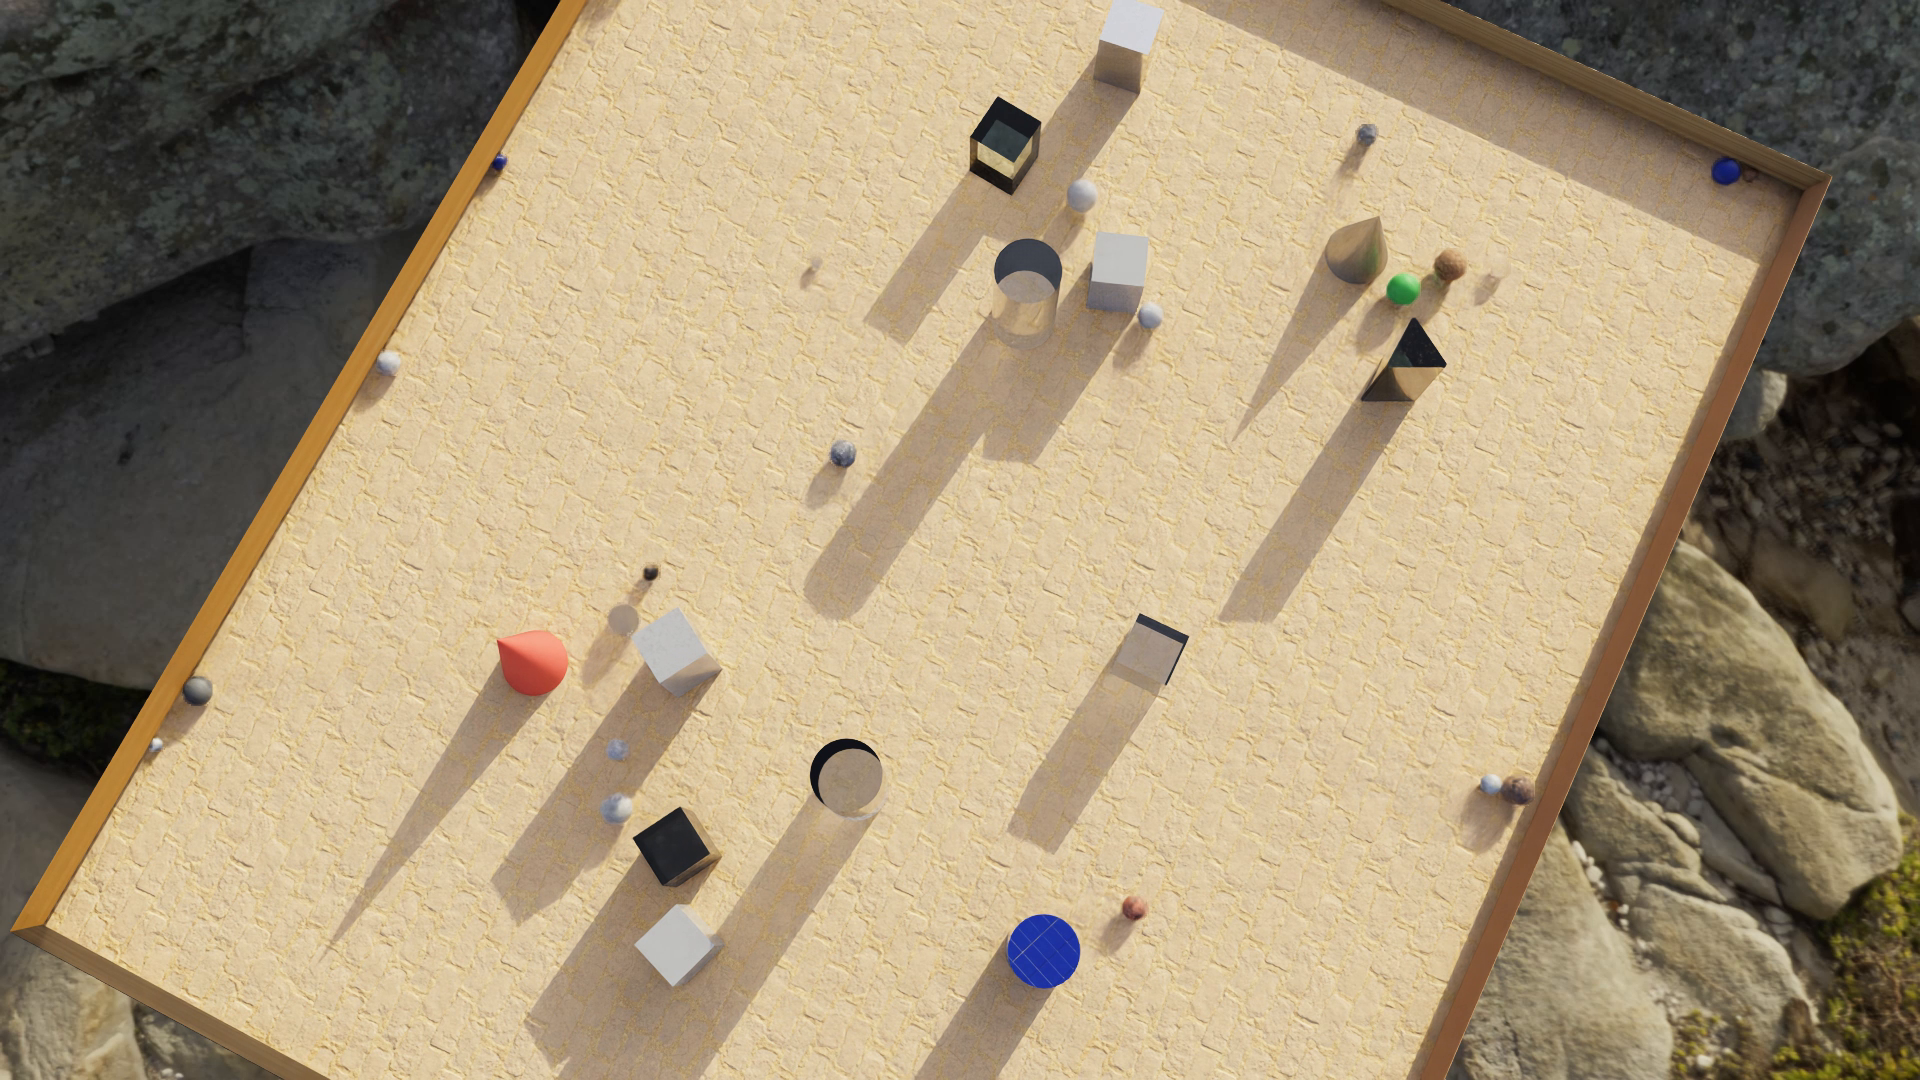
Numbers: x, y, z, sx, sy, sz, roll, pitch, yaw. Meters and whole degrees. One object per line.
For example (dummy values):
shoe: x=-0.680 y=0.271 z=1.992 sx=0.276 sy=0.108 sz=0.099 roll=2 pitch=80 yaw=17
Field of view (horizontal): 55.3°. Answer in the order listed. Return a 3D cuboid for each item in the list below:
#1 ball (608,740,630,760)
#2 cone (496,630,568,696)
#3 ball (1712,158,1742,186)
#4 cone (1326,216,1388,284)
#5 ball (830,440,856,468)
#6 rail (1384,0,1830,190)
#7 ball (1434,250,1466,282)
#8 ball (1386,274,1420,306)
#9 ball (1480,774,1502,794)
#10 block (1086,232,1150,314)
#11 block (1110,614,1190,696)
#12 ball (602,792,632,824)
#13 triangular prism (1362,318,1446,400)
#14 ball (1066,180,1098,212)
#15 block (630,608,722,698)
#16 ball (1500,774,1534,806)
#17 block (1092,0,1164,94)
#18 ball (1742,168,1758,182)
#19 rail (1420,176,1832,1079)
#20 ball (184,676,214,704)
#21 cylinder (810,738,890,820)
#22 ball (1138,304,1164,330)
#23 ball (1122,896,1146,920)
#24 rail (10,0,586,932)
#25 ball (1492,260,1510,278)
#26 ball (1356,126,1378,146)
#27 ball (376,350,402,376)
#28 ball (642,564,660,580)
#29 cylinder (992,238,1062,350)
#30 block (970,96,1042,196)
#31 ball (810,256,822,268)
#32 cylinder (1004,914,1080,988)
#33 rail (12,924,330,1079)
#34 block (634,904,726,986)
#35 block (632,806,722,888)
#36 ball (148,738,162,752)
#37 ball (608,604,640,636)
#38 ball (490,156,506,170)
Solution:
ball: x=-1.017 y=0.626 z=5.455 sx=0.064 sy=0.064 sz=0.064 roll=0 pitch=78 yaw=0
cone: x=-1.285 y=0.324 z=5.310 sx=0.199 sy=0.470 sz=0.199 roll=0 pitch=78 yaw=0
ball: x=2.433 y=-1.167 z=5.816 sx=0.084 sy=0.084 sz=0.084 roll=0 pitch=78 yaw=0
cone: x=1.256 y=-0.938 z=5.644 sx=0.199 sy=0.326 sz=0.199 roll=0 pitch=78 yaw=0
ball: x=-0.359 y=-0.266 z=5.629 sx=0.084 sy=0.084 sz=0.084 roll=0 pitch=78 yaw=0
rail: x=0.996 y=-1.943 z=5.952 sx=3.842 sy=0.130 sz=0.045 roll=26 pitch=80 yaw=5
ball: x=1.535 y=-0.859 z=5.744 sx=0.099 sy=0.099 sz=0.099 roll=0 pitch=78 yaw=0
ball: x=1.383 y=-0.784 z=5.728 sx=0.100 sy=0.100 sz=0.100 roll=0 pitch=78 yaw=0
ball: x=1.573 y=0.724 z=5.435 sx=0.061 sy=0.061 sz=0.061 roll=0 pitch=78 yaw=0
block: x=0.484 y=-0.823 z=5.658 sx=0.160 sy=0.253 sz=0.160 roll=6 pitch=78 yaw=1
block: x=0.559 y=0.340 z=5.421 sx=0.160 sy=0.246 sz=0.160 roll=25 pitch=79 yaw=5
ball: x=-1.012 y=0.793 z=5.405 sx=0.092 sy=0.092 sz=0.092 roll=0 pitch=78 yaw=0
triangular prism: x=1.335 y=-0.545 z=5.546 sx=0.173 sy=0.360 sz=0.150 roll=0 pitch=78 yaw=0
ball: x=0.387 y=-1.085 z=5.790 sx=0.100 sy=0.100 sz=0.100 roll=0 pitch=78 yaw=0
block: x=-0.826 y=0.333 z=5.370 sx=0.160 sy=0.348 sz=0.160 roll=-33 pitch=80 yaw=-6
ball: x=1.646 y=0.739 z=5.416 sx=0.093 sy=0.093 sz=0.093 roll=0 pitch=78 yaw=0
block: x=0.532 y=-1.565 z=5.800 sx=0.160 sy=0.276 sz=0.160 roll=19 pitch=79 yaw=4
ball: x=2.518 y=-1.163 z=5.834 sx=0.046 sy=0.046 sz=0.046 roll=0 pitch=78 yaw=0
rail: x=1.697 y=0.838 z=5.376 sx=0.045 sy=0.130 sz=4.500 roll=26 pitch=80 yaw=5
ball: x=-2.278 y=0.450 z=5.480 sx=0.085 sy=0.085 sz=0.085 roll=0 pitch=78 yaw=0
cylinder: x=-0.310 y=0.689 z=5.232 sx=0.199 sy=0.474 sz=0.199 roll=0 pitch=78 yaw=0
ball: x=0.594 y=-0.698 z=5.720 sx=0.082 sy=0.082 sz=0.082 roll=0 pitch=78 yaw=0
ball: x=0.509 y=1.075 z=5.358 sx=0.071 sy=0.071 sz=0.071 roll=0 pitch=78 yaw=0
rail: x=-1.697 y=-0.824 z=5.720 sx=0.045 sy=0.130 sz=4.500 roll=26 pitch=80 yaw=5
ball: x=1.700 y=-0.853 z=5.765 sx=0.056 sy=0.056 sz=0.056 roll=0 pitch=78 yaw=0
ball: x=1.300 y=-1.290 z=5.851 sx=0.065 sy=0.065 sz=0.065 roll=0 pitch=78 yaw=0
ball: x=-1.775 y=-0.550 z=5.692 sx=0.076 sy=0.076 sz=0.076 roll=0 pitch=78 yaw=0
ball: x=-0.939 y=0.098 z=5.571 sx=0.050 sy=0.050 sz=0.050 roll=0 pitch=78 yaw=0
cylinder: x=0.198 y=-0.737 z=5.543 sx=0.199 sy=0.442 sz=0.199 roll=0 pitch=78 yaw=0
block: x=0.140 y=-1.231 z=5.739 sx=0.160 sy=0.260 sz=0.160 roll=32 pitch=80 yaw=6
ball: x=-0.453 y=-0.875 z=5.777 sx=0.041 sy=0.041 sz=0.041 roll=0 pitch=78 yaw=0
cylinder: x=0.231 y=1.164 z=5.200 sx=0.199 sy=0.343 sz=0.199 roll=0 pitch=78 yaw=0
rail: x=-0.996 y=1.957 z=5.144 sx=3.842 sy=0.130 sz=0.045 roll=26 pitch=80 yaw=5
block: x=-0.799 y=1.159 z=5.249 sx=0.160 sy=0.249 sz=0.160 roll=-44 pitch=82 yaw=-8
block: x=-0.814 y=0.889 z=5.296 sx=0.160 sy=0.268 sz=0.160 roll=-33 pitch=80 yaw=-7
ball: x=-2.402 y=0.610 z=5.469 sx=0.042 sy=0.042 sz=0.042 roll=0 pitch=78 yaw=0
ball: x=-1.012 y=0.241 z=5.519 sx=0.093 sy=0.093 sz=0.093 roll=0 pitch=78 yaw=0
ball: x=-1.471 y=-1.202 z=5.841 sx=0.049 sy=0.049 sz=0.049 roll=0 pitch=78 yaw=0
